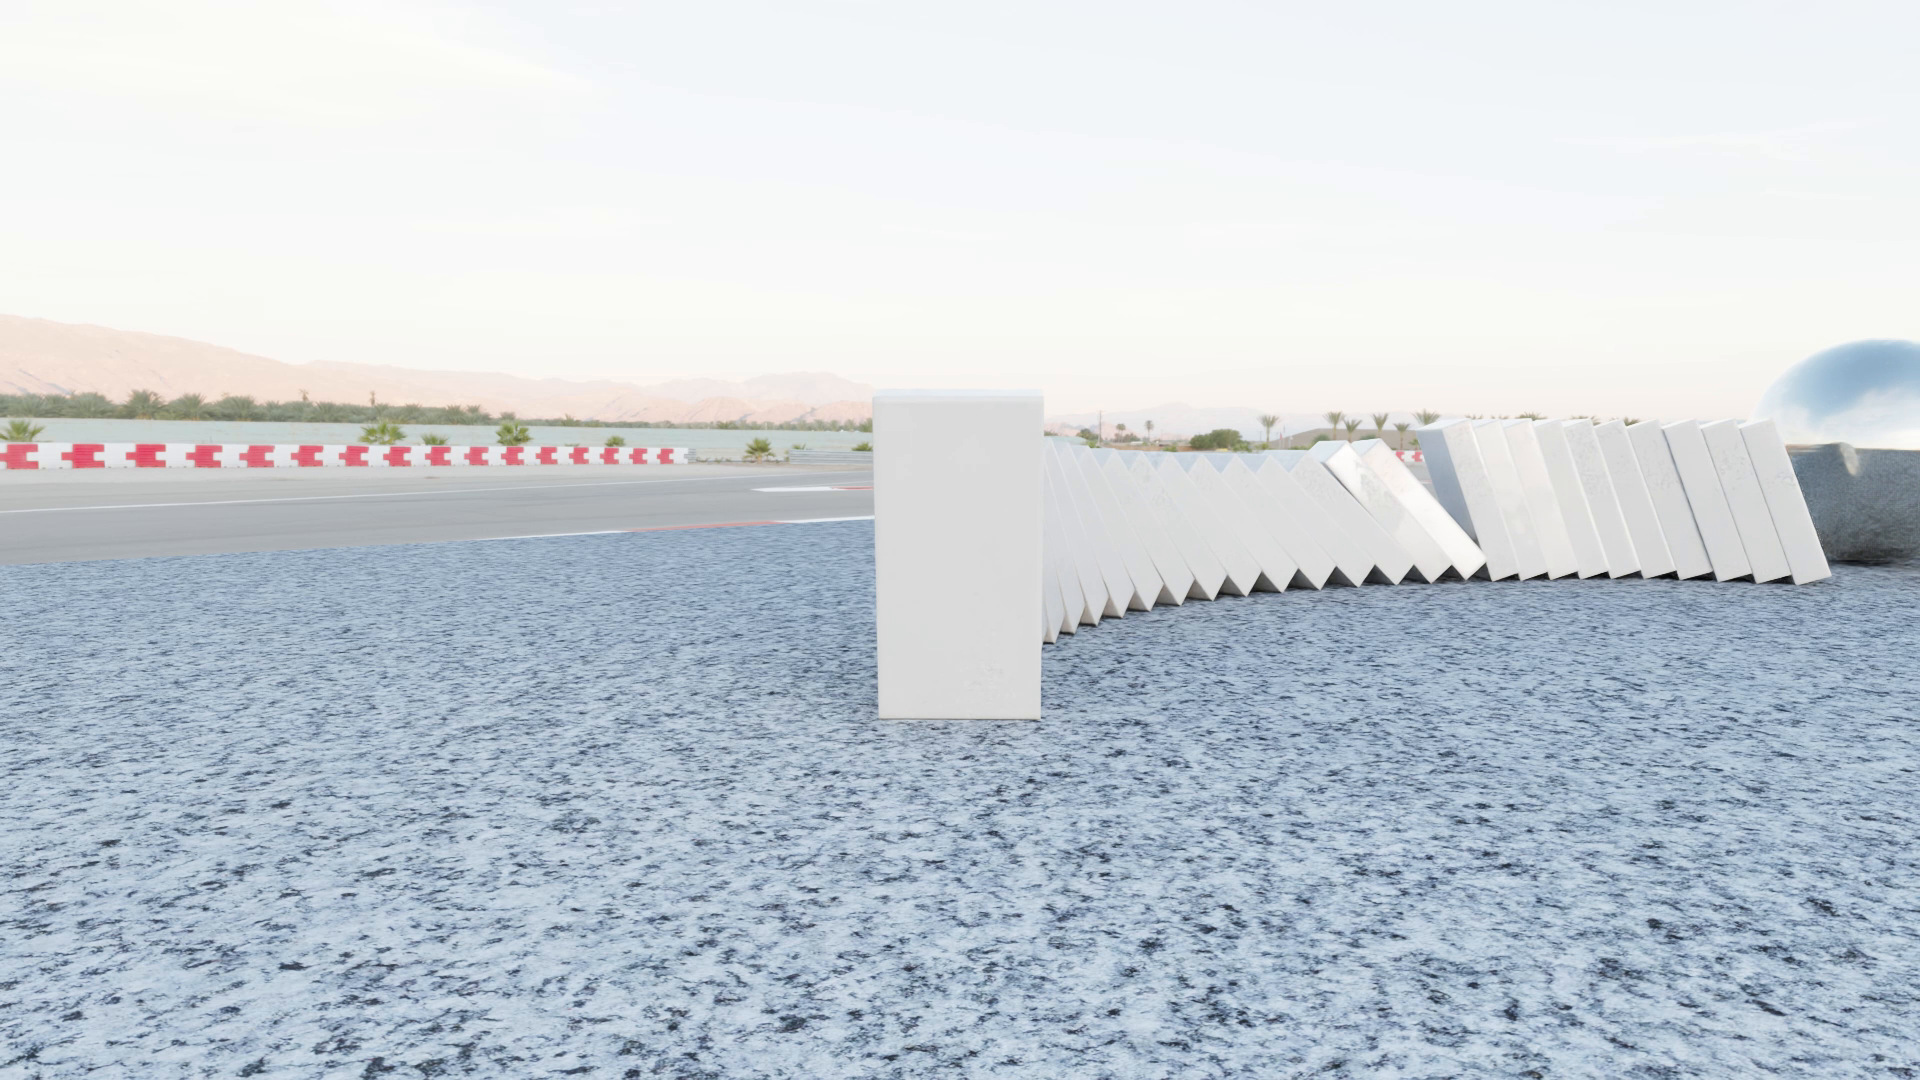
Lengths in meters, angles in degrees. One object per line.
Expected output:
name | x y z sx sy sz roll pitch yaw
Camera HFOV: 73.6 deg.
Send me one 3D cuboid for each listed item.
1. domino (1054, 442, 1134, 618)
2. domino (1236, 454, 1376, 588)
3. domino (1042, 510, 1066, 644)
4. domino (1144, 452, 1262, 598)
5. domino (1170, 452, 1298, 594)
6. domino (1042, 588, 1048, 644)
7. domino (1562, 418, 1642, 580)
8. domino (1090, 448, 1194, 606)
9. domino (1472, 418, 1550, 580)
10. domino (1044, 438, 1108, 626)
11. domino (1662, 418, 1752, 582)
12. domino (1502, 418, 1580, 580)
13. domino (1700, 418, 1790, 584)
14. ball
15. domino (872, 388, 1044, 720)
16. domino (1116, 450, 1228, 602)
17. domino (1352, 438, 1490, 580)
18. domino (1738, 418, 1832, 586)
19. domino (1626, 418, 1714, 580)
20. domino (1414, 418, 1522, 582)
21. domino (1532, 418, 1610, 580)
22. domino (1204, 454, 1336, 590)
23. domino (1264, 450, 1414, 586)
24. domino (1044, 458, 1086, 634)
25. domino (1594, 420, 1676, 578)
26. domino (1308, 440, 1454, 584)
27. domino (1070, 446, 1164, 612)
domino | 0.021 -0.002 0.307 0.025 0.050 0.009 3 48 34
domino | 0.098 -0.006 0.384 0.050 0.010 0.025 41 -11 -19
domino | 0.005 0.000 0.265 0.025 0.050 0.009 2 40 21
domino | 0.060 -0.004 0.356 0.050 0.010 0.025 47 -23 -30
domino | 0.072 -0.005 0.366 0.050 0.010 0.025 45 -19 -27
domino | 0.001 0.000 0.251 0.025 0.050 0.010 1 36 16
domino | 0.203 -0.014 0.415 0.009 0.050 0.025 -19 1 11
domino | 0.039 -0.003 0.332 0.025 0.009 0.050 4 -38 43
domino | 0.171 -0.013 0.410 0.009 0.050 0.025 -19 3 3
domino | 0.015 -0.001 0.293 0.025 0.050 0.009 2 46 29
domino | 0.234 -0.013 0.406 0.010 0.050 0.025 -19 -3 21
domino | 0.181 -0.013 0.412 0.010 0.050 0.025 -19 3 3
domino | 0.243 -0.013 0.401 0.009 0.050 0.025 -19 -3 21
ball | 0.324 -0.032 0.456 0.080 0.080 0.080 0 4 0
domino | 0.000 0.002 0.197 0.025 0.050 0.009 0 14 1
domino | 0.049 -0.004 0.344 0.025 0.009 0.050 5 -36 48
domino | 0.141 -0.010 0.404 0.009 0.050 0.025 -43 2 1
domino | 0.252 -0.012 0.397 0.009 0.050 0.025 -19 -3 21
domino | 0.226 -0.013 0.411 0.009 0.050 0.025 -19 -3 21
domino | 0.161 -0.013 0.406 0.009 0.050 0.025 -20 3 3
domino | 0.193 -0.014 0.414 0.009 0.050 0.025 -19 1 10
domino | 0.085 -0.005 0.375 0.050 0.010 0.025 43 -15 -23
domino | 0.113 -0.007 0.391 0.050 0.009 0.025 43 -7 -14
domino | 0.009 -0.001 0.279 0.025 0.050 0.009 2 43 24
domino | 0.216 -0.014 0.415 0.010 0.050 0.025 -19 -3 21
domino | 0.129 -0.009 0.399 0.009 0.050 0.025 -43 5 0
domino | 0.029 -0.003 0.320 0.025 0.050 0.009 4 50 39
